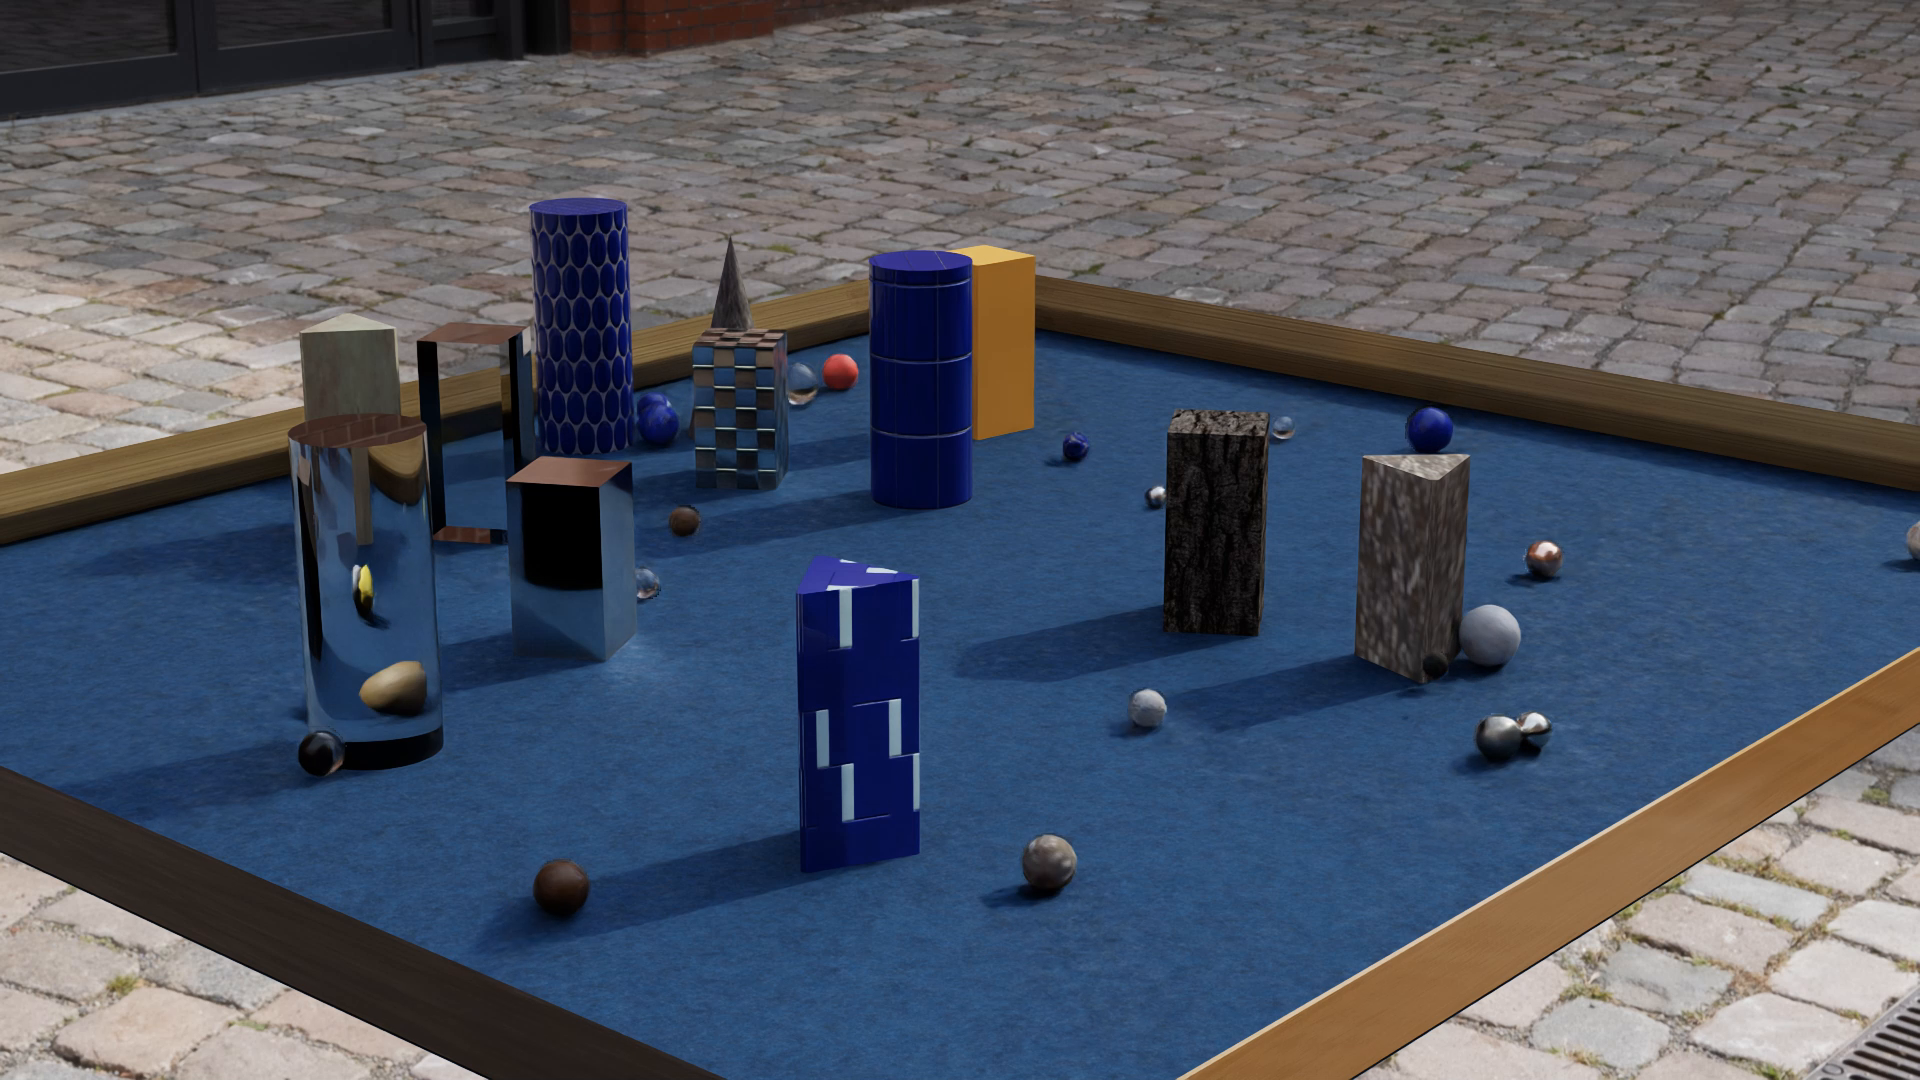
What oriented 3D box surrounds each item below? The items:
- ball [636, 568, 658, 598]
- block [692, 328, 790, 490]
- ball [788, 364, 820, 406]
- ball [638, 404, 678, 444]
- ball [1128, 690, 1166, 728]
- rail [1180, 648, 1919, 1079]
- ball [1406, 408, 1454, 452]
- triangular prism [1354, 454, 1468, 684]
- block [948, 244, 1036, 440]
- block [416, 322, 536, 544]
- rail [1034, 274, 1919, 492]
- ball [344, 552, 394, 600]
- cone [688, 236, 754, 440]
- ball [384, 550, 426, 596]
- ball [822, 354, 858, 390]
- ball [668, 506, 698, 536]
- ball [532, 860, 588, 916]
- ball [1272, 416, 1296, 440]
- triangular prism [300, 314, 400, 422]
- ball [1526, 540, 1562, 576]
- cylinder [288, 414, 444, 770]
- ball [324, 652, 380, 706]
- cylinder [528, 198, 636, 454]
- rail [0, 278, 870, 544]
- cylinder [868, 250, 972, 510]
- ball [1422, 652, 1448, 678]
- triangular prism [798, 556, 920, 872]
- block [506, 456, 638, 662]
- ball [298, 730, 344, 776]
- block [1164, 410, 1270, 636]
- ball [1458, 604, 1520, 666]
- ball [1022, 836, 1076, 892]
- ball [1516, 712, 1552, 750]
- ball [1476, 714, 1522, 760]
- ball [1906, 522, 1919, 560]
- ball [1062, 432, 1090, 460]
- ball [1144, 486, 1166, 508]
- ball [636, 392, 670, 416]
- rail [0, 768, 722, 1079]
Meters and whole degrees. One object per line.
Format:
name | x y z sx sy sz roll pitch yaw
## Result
ball | -0.552 0.075 5.114 0.054 0.054 0.054 0 17 0
block | -0.434 -0.262 5.825 0.160 0.288 0.160 2 17 6
ball | -0.355 -0.342 6.433 0.091 0.091 0.091 0 17 0
ball | -0.629 -0.241 6.108 0.086 0.086 0.086 0 17 0
ball | 0.287 0.258 4.499 0.058 0.058 0.058 0 17 0
rail | 1.147 0.320 4.166 0.045 0.130 3.478 14 22 39
ball | 0.969 -0.227 6.046 0.094 0.094 0.094 0 17 0
triangular prism | 0.760 0.035 4.754 0.150 0.337 0.173 -10 20 -31
block | 0.045 -0.420 6.204 0.160 0.372 0.160 -14 22 -39
block | -0.897 -0.200 5.462 0.160 0.379 0.160 4 17 12
rail | 1.125 -0.341 6.360 3.086 0.130 0.045 14 22 39
ball | -1.019 0.063 5.059 0.083 0.083 0.083 0 17 0
cone | -0.476 -0.430 6.142 0.200 0.428 0.200 0 17 0
ball | -0.975 0.057 5.128 0.081 0.081 0.081 0 17 0
ball | -0.269 -0.377 6.568 0.081 0.081 0.081 0 17 0
ball | -0.516 -0.035 5.475 0.056 0.056 0.056 0 17 0
ball | -0.520 0.454 3.822 0.072 0.072 0.072 0 17 0
ball | 0.679 -0.236 6.154 0.050 0.050 0.050 0 17 0
triangular prism | -1.140 -0.220 5.513 0.173 0.389 0.150 -3 17 -11
ball | 1.043 0.033 5.233 0.065 0.065 0.065 0 17 0
cylinder | -0.879 0.076 4.351 0.200 0.493 0.200 0 17 0
ball | -0.952 0.217 4.591 0.084 0.084 0.084 0 17 0
cylinder | -0.780 -0.443 6.064 0.200 0.499 0.200 0 17 0
rail | -1.147 -0.255 6.073 0.045 0.130 3.478 14 22 39
cylinder | -0.075 -0.310 5.674 0.200 0.469 0.200 0 17 0
ball | 0.755 0.199 4.659 0.041 0.041 0.041 0 17 0
triangular prism | -0.163 0.230 4.005 0.173 0.396 0.150 -7 18 -23
block | -0.639 0.030 4.842 0.160 0.297 0.160 4 17 12
ball | -0.936 0.313 4.297 0.067 0.067 0.067 0 17 0
block | 0.434 -0.031 4.957 0.160 0.347 0.160 3 17 9
ball | 0.861 0.155 4.767 0.100 0.100 0.100 0 17 0
ball | 0.119 0.430 3.901 0.074 0.074 0.074 0 17 0
ball | 0.860 0.286 4.403 0.059 0.059 0.059 0 17 0
ball | 0.801 0.294 4.360 0.068 0.068 0.068 0 17 0
ball | 1.757 0.001 5.318 0.077 0.077 0.077 0 17 0
ball | 0.237 -0.191 5.993 0.056 0.056 0.056 0 17 0
ball | 0.379 -0.083 5.655 0.044 0.044 0.044 0 17 0
ball | -0.653 -0.278 6.250 0.075 0.075 0.075 0 17 0
rail | -1.125 0.406 3.879 3.086 0.130 0.045 14 22 39
